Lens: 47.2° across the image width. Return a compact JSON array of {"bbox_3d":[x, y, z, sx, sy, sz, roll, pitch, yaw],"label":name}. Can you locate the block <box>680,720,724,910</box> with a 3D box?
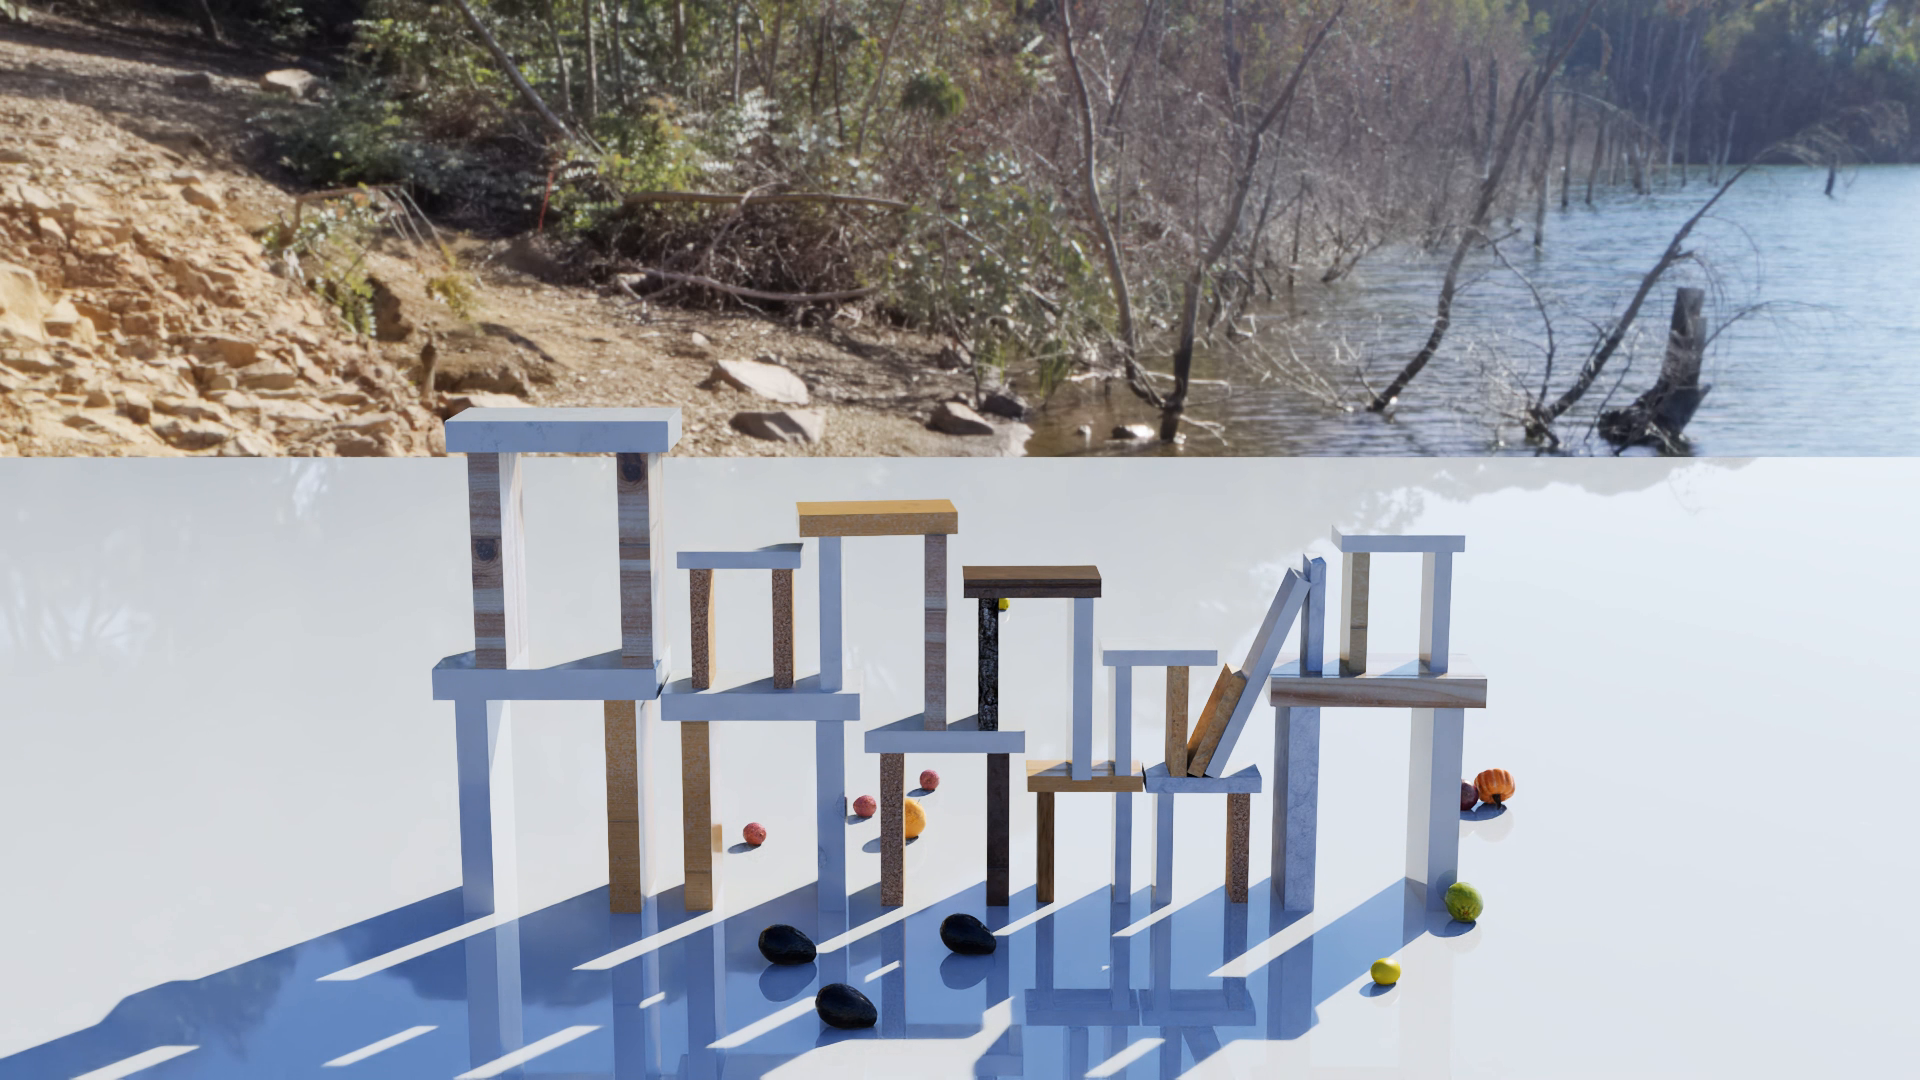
[{"bbox_3d":[-0.426,0.433,3.638,0.045,0.320,0.160,0,11,0],"label":"block"}]

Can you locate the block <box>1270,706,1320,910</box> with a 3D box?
[{"bbox_3d":[0.554,0.420,3.641,0.049,0.344,0.172,0,11,1],"label":"block"}]

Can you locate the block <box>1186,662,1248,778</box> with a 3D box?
[{"bbox_3d":[0.416,0.295,3.610,0.025,0.177,0.089,23,9,-5],"label":"block"}]

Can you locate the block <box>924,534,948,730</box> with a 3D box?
[{"bbox_3d":[-0.038,0.139,3.590,0.036,0.321,0.126,0,11,1],"label":"block"}]

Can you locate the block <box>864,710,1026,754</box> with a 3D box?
[{"bbox_3d":[-0.025,0.315,3.623,0.260,0.037,0.130,0,11,0],"label":"block"}]

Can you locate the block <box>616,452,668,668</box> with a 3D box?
[{"bbox_3d":[-0.514,0.018,3.559,0.049,0.348,0.174,0,11,0],"label":"block"}]

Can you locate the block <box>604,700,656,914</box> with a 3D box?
[{"bbox_3d":[-0.544,0.415,3.632,0.051,0.357,0.179,0,11,0],"label":"block"}]

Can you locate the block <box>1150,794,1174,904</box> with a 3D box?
[{"bbox_3d":[0.336,0.497,3.653,0.027,0.188,0.094,0,11,0],"label":"block"}]

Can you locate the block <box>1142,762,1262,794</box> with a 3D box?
[{"bbox_3d":[0.398,0.392,3.633,0.188,0.027,0.094,0,11,0],"label":"block"}]

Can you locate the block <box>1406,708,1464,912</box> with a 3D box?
[{"bbox_3d":[0.784,0.421,3.639,0.049,0.344,0.172,0,11,0],"label":"block"}]

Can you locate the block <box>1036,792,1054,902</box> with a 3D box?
[{"bbox_3d":[0.142,0.496,3.657,0.027,0.189,0.094,0,11,0],"label":"block"}]

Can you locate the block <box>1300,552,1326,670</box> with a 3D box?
[{"bbox_3d":[0.575,0.116,3.584,0.025,0.177,0.089,0,11,1],"label":"block"}]

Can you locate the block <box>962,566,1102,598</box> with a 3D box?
[{"bbox_3d":[0.115,0.067,3.563,0.220,0.031,0.110,0,11,-1],"label":"block"}]

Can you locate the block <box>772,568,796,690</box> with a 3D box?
[{"bbox_3d":[-0.287,0.134,3.582,0.028,0.198,0.099,0,11,0],"label":"block"}]

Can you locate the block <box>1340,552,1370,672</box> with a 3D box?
[{"bbox_3d":[0.642,0.108,3.577,0.028,0.197,0.099,0,11,1],"label":"block"}]

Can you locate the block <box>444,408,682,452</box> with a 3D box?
[{"bbox_3d":[-0.631,-0.177,3.523,0.348,0.049,0.174,0,11,0],"label":"block"}]

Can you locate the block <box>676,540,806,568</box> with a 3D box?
[{"bbox_3d":[-0.353,0.023,3.562,0.198,0.028,0.099,0,11,0],"label":"block"}]

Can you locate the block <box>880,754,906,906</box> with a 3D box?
[{"bbox_3d":[-0.111,0.461,3.650,0.037,0.260,0.130,0,11,0],"label":"block"}]

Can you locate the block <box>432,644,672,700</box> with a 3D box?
[{"bbox_3d":[-0.663,0.215,3.595,0.357,0.051,0.179,0,11,0],"label":"block"}]

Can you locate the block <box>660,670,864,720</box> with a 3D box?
[{"bbox_3d":[-0.321,0.254,3.606,0.320,0.045,0.160,0,11,0],"label":"block"}]

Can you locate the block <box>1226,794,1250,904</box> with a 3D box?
[{"bbox_3d":[0.461,0.497,3.653,0.027,0.188,0.094,0,11,0],"label":"block"}]

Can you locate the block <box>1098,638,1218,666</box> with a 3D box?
[{"bbox_3d":[0.323,0.182,3.595,0.185,0.026,0.093,0,11,-1],"label":"block"}]

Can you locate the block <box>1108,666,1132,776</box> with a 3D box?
[{"bbox_3d":[0.263,0.285,3.619,0.026,0.185,0.093,-1,11,-3],"label":"block"}]

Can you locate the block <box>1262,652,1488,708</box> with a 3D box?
[{"bbox_3d":[0.672,0.229,3.599,0.344,0.049,0.172,0,11,2],"label":"block"}]

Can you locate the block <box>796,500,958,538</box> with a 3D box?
[{"bbox_3d":[-0.136,-0.036,3.558,0.253,0.036,0.126,-1,11,-6],"label":"block"}]

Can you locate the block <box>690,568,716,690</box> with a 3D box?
[{"bbox_3d":[-0.419,0.134,3.582,0.028,0.198,0.099,0,11,0],"label":"block"}]

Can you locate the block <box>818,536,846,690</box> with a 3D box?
[{"bbox_3d":[-0.207,0.106,3.583,0.036,0.253,0.126,0,11,0],"label":"block"}]

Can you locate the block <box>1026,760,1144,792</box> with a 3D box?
[{"bbox_3d":[0.205,0.390,3.637,0.189,0.027,0.094,0,11,0],"label":"block"}]

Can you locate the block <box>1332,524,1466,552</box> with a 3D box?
[{"bbox_3d":[0.707,-0.003,3.556,0.197,0.028,0.099,0,11,0],"label":"block"}]

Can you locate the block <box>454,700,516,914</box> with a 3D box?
[{"bbox_3d":[-0.782,0.415,3.632,0.051,0.357,0.179,0,11,0],"label":"block"}]

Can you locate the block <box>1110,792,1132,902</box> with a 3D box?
[{"bbox_3d":[0.268,0.496,3.657,0.027,0.189,0.095,0,11,0],"label":"block"}]

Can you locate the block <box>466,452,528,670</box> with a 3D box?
[{"bbox_3d":[-0.747,0.019,3.558,0.049,0.348,0.174,0,11,0],"label":"block"}]

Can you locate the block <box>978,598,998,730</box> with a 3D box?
[{"bbox_3d":[0.046,0.190,3.592,0.031,0.220,0.110,0,11,0],"label":"block"}]

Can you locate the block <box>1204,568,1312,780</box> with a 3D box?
[{"bbox_3d":[0.480,0.217,3.585,0.025,0.355,0.089,23,10,-5],"label":"block"}]

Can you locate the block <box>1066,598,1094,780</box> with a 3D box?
[{"bbox_3d":[0.195,0.231,3.592,0.031,0.302,0.110,0,11,-3],"label":"block"}]

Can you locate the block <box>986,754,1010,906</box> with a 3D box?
[{"bbox_3d":[0.062,0.461,3.650,0.037,0.260,0.130,0,11,0],"label":"block"}]

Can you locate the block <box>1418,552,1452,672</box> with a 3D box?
[{"bbox_3d":[0.773,0.108,3.576,0.028,0.197,0.099,0,11,1],"label":"block"}]

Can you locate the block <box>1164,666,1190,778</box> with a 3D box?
[{"bbox_3d":[0.356,0.287,3.616,0.026,0.186,0.093,0,11,-1],"label":"block"}]

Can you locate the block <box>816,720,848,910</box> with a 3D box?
[{"bbox_3d":[-0.211,0.433,3.637,0.045,0.319,0.160,0,11,-1],"label":"block"}]
